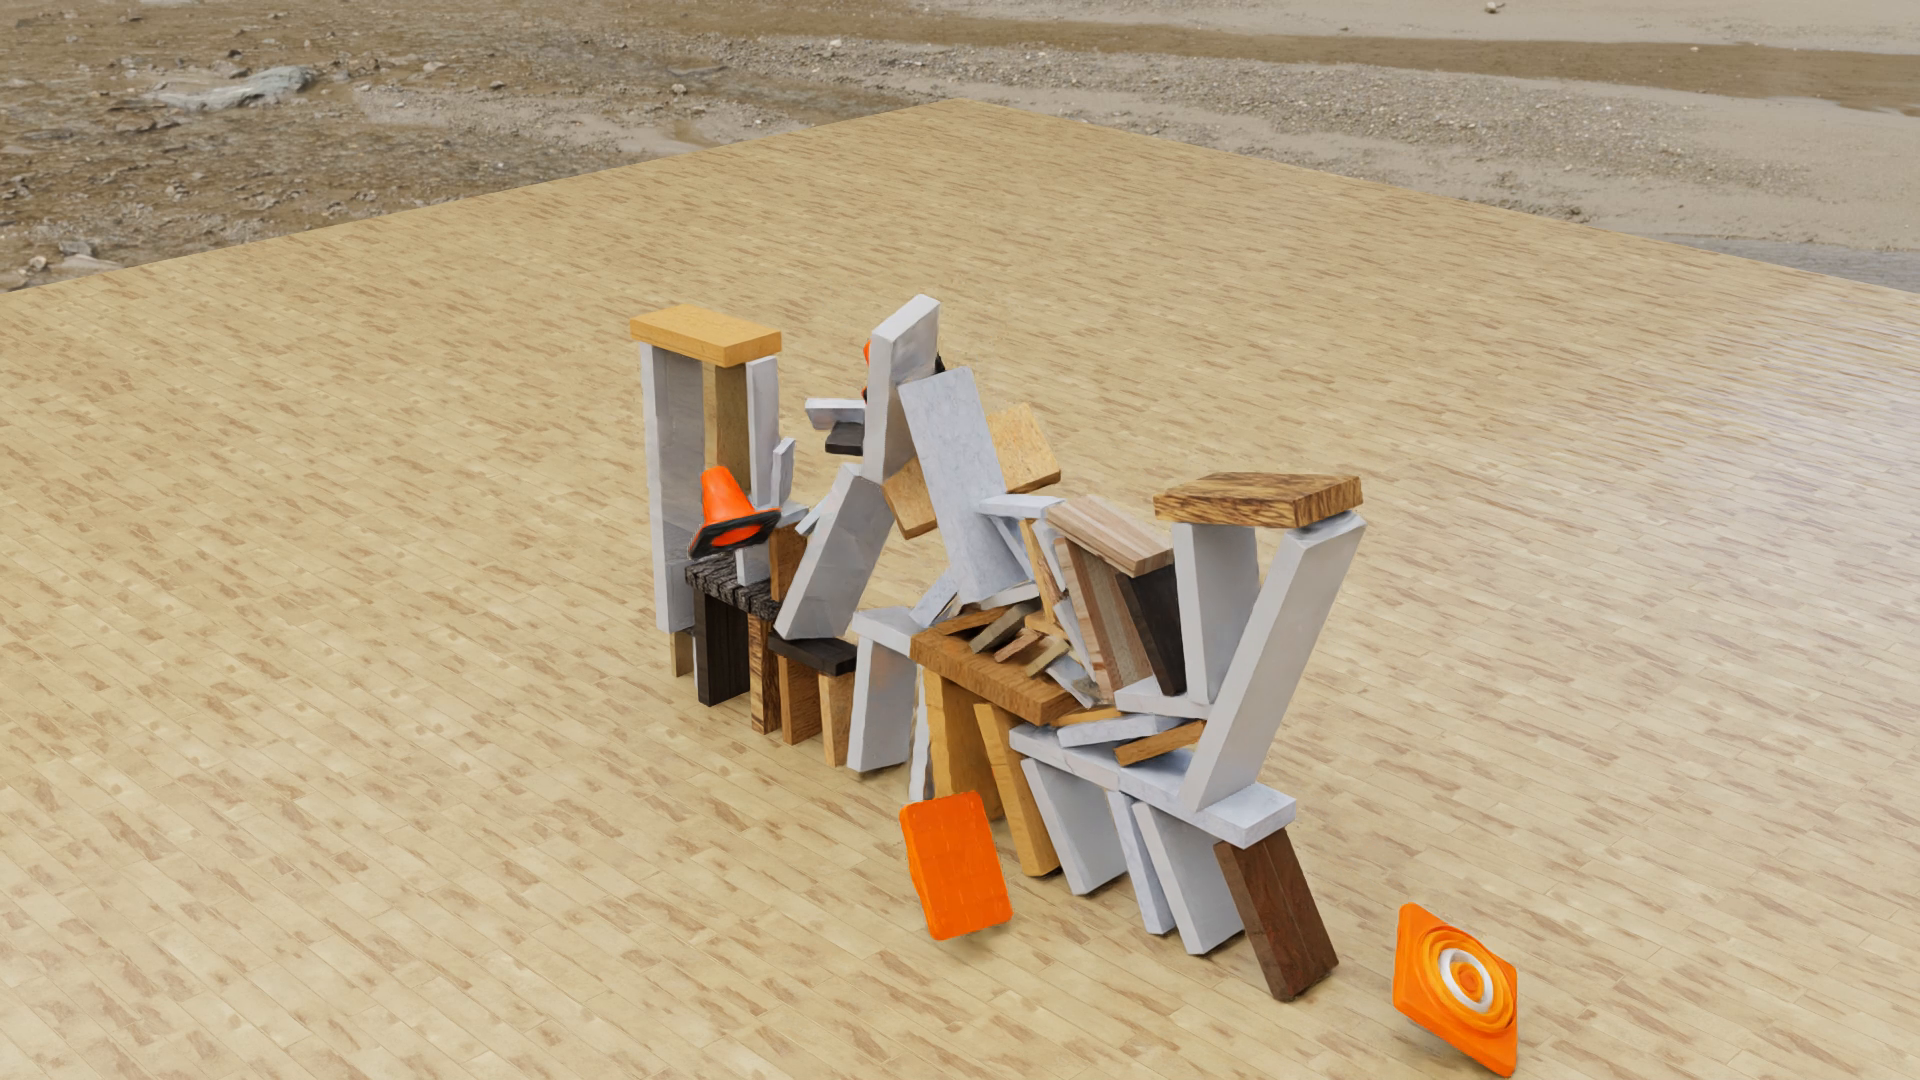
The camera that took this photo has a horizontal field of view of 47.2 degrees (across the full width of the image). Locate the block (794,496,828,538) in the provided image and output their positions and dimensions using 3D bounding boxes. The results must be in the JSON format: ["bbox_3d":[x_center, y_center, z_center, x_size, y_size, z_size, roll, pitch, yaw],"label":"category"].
[{"bbox_3d":[-0.281,-0.062,4.529,0.019,0.136,0.068,45,2,6],"label":"block"}]

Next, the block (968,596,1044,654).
[{"bbox_3d":[0.096,0.160,4.188,0.087,0.025,0.174,-20,-14,-39],"label":"block"}]

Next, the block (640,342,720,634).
[{"bbox_3d":[-0.609,-0.127,4.827,0.044,0.673,0.155,21,31,41],"label":"block"}]

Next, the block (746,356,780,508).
[{"bbox_3d":[-0.407,-0.225,4.574,0.019,0.316,0.068,22,32,40],"label":"block"}]

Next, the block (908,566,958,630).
[{"bbox_3d":[0.024,0.036,4.465,0.045,0.320,0.160,40,9,2],"label":"block"}]

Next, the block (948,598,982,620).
[{"bbox_3d":[0.008,0.153,4.403,0.059,0.119,0.017,-4,41,-43],"label":"block"}]

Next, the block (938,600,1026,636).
[{"bbox_3d":[0.043,0.147,4.247,0.087,0.025,0.174,-20,2,-39],"label":"block"}]

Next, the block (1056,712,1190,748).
[{"bbox_3d":[0.309,0.333,4.025,0.122,0.035,0.262,-19,3,-39],"label":"block"}]

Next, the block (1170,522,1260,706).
[{"bbox_3d":[0.447,0.105,3.777,0.161,0.322,0.046,-20,20,-40],"label":"block"}]

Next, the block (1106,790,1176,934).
[{"bbox_3d":[0.368,0.573,4.068,0.137,0.275,0.039,-21,8,-41],"label":"block"}]

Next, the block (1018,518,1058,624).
[{"bbox_3d":[0.173,0.051,4.062,0.077,0.197,0.022,-14,-5,-32],"label":"block"}]

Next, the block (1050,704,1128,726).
[{"bbox_3d":[0.251,0.321,4.085,0.058,0.016,0.200,-18,2,-38],"label":"block"}]

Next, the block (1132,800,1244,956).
[{"bbox_3d":[0.426,0.592,4.017,0.145,0.291,0.041,-21,1,-41],"label":"block"}]

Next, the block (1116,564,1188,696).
[{"bbox_3d":[0.368,0.149,3.892,0.115,0.230,0.033,-18,-6,-36],"label":"block"}]

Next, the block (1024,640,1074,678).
[{"bbox_3d":[0.183,0.209,4.118,0.068,0.019,0.136,-25,-11,-43],"label":"block"}]

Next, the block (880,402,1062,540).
[{"bbox_3d":[0.013,-0.138,4.354,0.334,0.047,0.167,-21,68,-10],"label":"block"}]

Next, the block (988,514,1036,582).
[{"bbox_3d":[0.126,0.001,4.157,0.077,0.022,0.154,-18,68,-42],"label":"block"}]

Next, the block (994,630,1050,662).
[{"bbox_3d":[0.128,0.191,4.168,0.068,0.019,0.136,-22,-9,-41],"label":"block"}]

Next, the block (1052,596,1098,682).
[{"bbox_3d":[0.234,0.174,4.011,0.068,0.159,0.019,-32,6,-37],"label":"block"}]

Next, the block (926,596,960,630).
[{"bbox_3d":[-0.011,0.146,4.447,0.017,0.119,0.059,54,31,15],"label":"block"}]

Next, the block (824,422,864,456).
[{"bbox_3d":[-0.187,-0.203,4.485,0.161,0.023,0.081,6,39,17],"label":"block"}]

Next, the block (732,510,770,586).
[{"bbox_3d":[-0.443,0.006,4.718,0.084,0.167,0.024,-21,27,-41],"label":"block"}]

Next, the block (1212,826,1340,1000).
[{"bbox_3d":[0.560,0.646,3.892,0.145,0.291,0.041,-22,0,-42],"label":"block"}]

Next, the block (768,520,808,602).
[{"bbox_3d":[-0.361,0.039,4.640,0.084,0.167,0.024,-21,30,-40],"label":"block"}]

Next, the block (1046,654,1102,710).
[{"bbox_3d":[0.221,0.265,4.123,0.116,0.016,0.058,42,42,23],"label":"block"}]

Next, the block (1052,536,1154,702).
[{"bbox_3d":[0.266,0.129,4.002,0.115,0.310,0.033,-20,4,-39],"label":"block"}]

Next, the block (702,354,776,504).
[{"bbox_3d":[-0.461,-0.245,4.630,0.155,0.310,0.044,-19,30,-38],"label":"block"}]

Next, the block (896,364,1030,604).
[{"bbox_3d":[0.011,-0.107,4.162,0.047,0.426,0.167,-12,7,40],"label":"block"}]

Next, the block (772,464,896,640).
[{"bbox_3d":[-0.243,0.026,4.560,0.160,0.409,0.045,-1,35,-43],"label":"block"}]

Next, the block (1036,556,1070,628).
[{"bbox_3d":[0.195,0.088,4.041,0.068,0.137,0.019,-18,-2,-32],"label":"block"}]

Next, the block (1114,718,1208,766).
[{"bbox_3d":[0.399,0.345,3.933,0.122,0.035,0.244,-20,-4,-39],"label":"block"}]

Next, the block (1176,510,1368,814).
[{"bbox_3d":[0.522,0.212,3.719,0.161,0.601,0.046,-20,50,-39],"label":"block"}]
